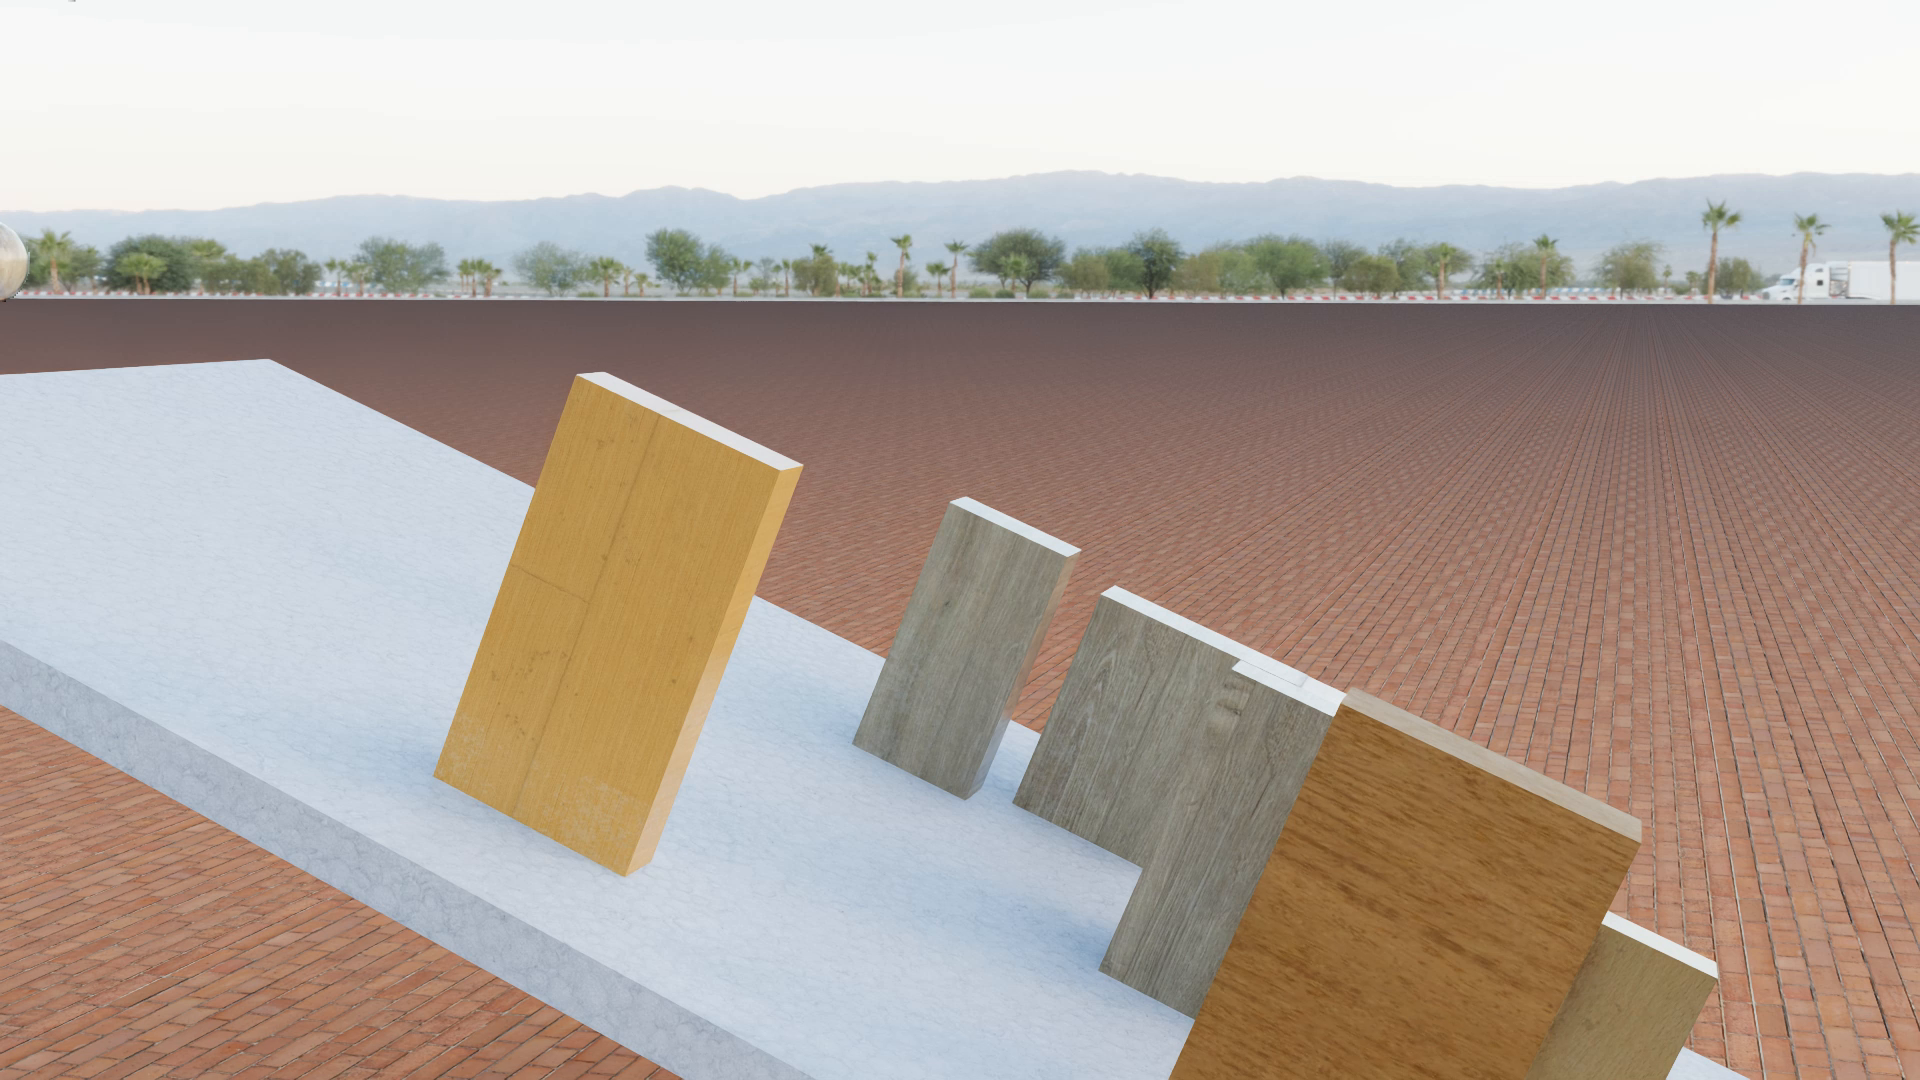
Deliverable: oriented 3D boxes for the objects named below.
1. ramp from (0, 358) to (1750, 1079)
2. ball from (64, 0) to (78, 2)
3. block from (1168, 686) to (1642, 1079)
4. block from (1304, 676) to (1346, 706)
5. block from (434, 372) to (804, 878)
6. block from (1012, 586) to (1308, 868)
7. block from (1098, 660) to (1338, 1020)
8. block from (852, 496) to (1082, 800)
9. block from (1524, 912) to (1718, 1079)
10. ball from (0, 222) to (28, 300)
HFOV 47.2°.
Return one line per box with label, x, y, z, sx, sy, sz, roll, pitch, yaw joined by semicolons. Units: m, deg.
ramp;-0.299;0.527;4.190;4.000;0.100;2.000;25;13;13
ball;-1.770;-1.163;4.357;0.185;0.185;0.185;0;7;0
block;0.578;0.661;3.084;0.429;0.794;0.130;25;13;13
block;0.642;0.484;4.755;0.407;0.418;0.136;25;13;13
block;-0.554;0.135;3.528;0.371;0.715;0.098;25;13;13
block;0.409;0.411;4.518;0.439;0.484;0.127;25;13;13
block;0.522;0.559;3.840;0.346;0.601;0.094;25;13;13
block;0.012;0.220;4.490;0.265;0.550;0.116;25;13;13
block;0.934;0.852;3.430;0.258;0.556;0.082;25;13;13
ball;-1.910;-0.545;4.292;0.168;0.168;0.168;0;7;0
